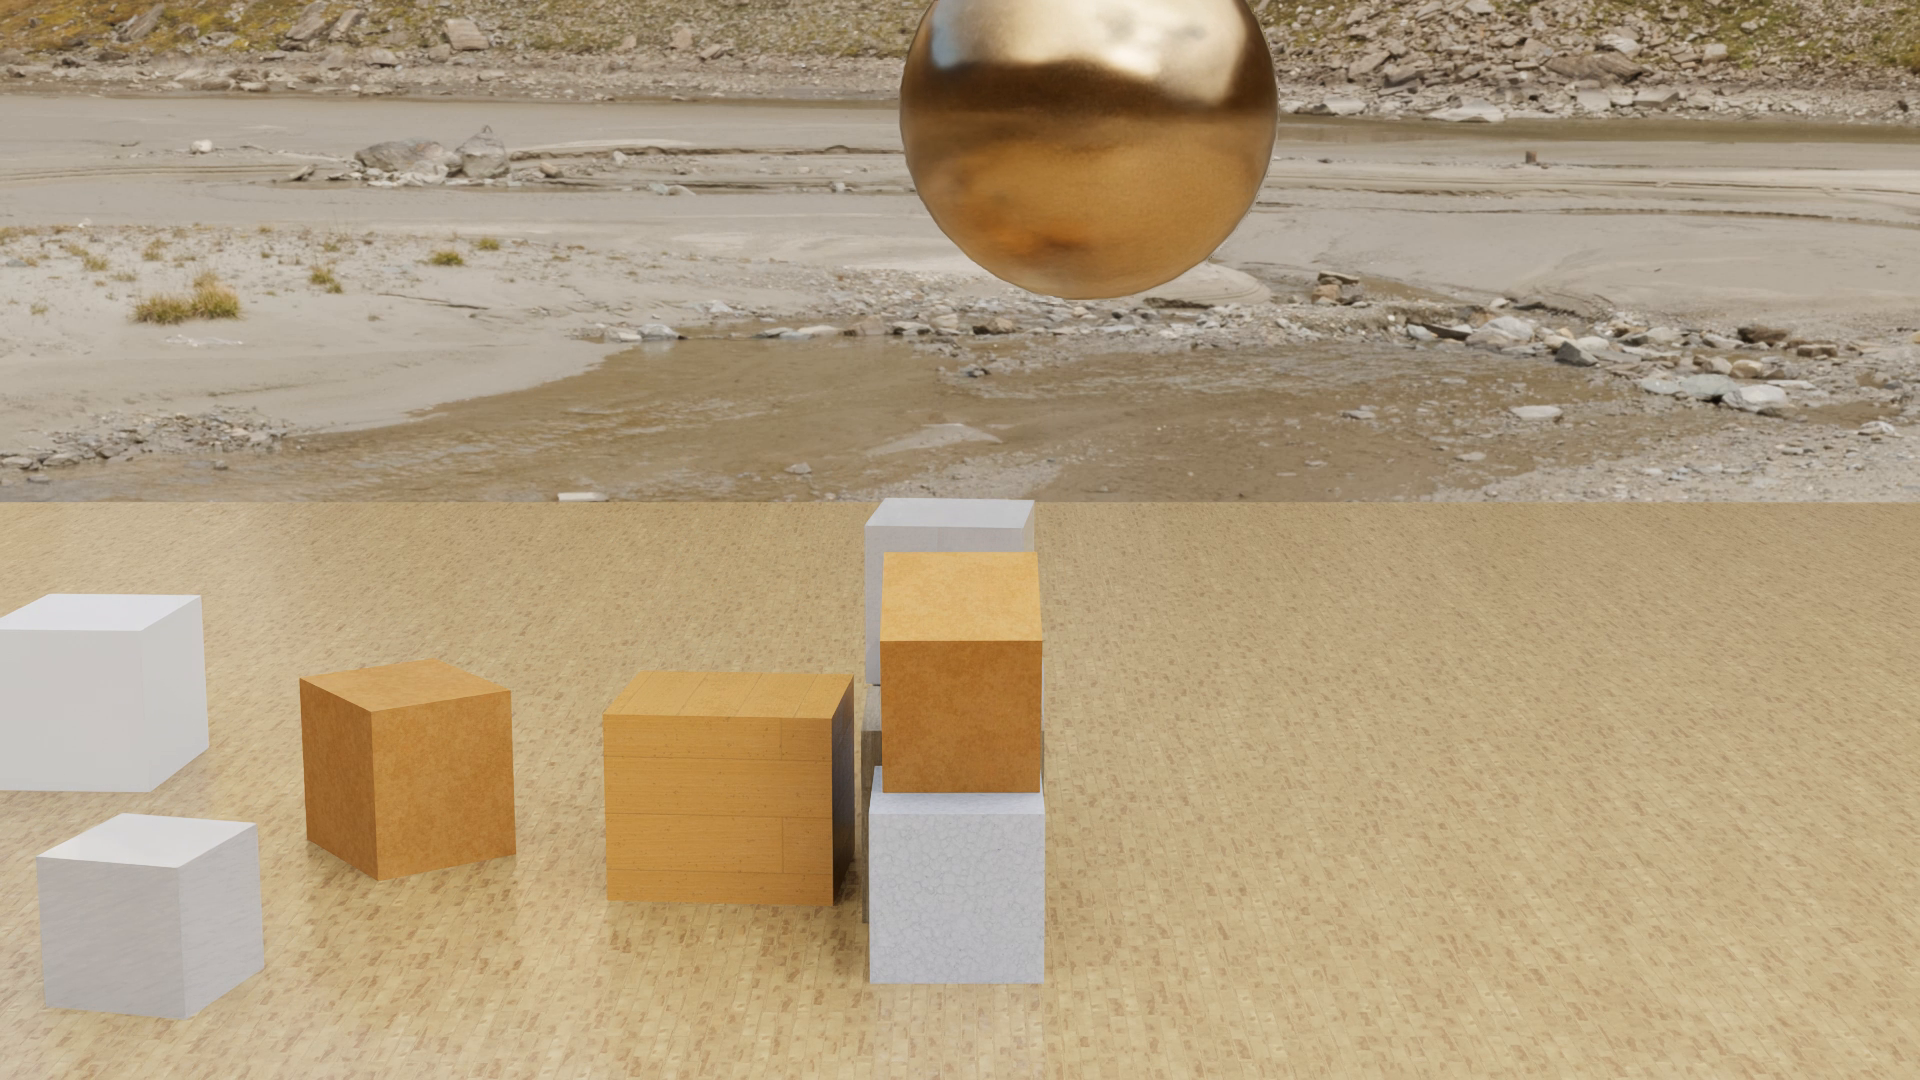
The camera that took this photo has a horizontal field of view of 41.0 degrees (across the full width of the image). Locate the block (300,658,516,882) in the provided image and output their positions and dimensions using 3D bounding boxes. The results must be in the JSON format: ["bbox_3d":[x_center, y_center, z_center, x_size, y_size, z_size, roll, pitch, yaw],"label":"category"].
[{"bbox_3d":[-2.530,1.032,11.740,0.671,0.768,0.797,-8,13,-36],"label":"block"}]

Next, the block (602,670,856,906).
[{"bbox_3d":[-0.999,1.079,11.324,0.978,0.825,0.811,1,10,4],"label":"block"}]

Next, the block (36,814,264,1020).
[{"bbox_3d":[-3.127,1.447,9.943,0.594,0.595,0.594,3,11,14],"label":"block"}]

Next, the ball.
[{"bbox_3d":[0.540,-1.815,10.850,1.600,1.600,1.600,0,10,0],"label":"ball"}]

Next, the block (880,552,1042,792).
[{"bbox_3d":[0.004,0.527,10.332,0.624,0.705,0.700,0,29,0],"label":"block"}]

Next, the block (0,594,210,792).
[{"bbox_3d":[-4.390,0.765,13.070,0.807,0.818,0.869,1,10,3],"label":"block"}]

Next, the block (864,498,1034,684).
[{"bbox_3d":[-0.037,0.233,12.068,0.724,0.738,0.779,1,10,5],"label":"block"}]

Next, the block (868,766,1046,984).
[{"bbox_3d":[-0.011,1.333,10.312,0.682,0.687,0.700,0,10,0],"label":"block"}]

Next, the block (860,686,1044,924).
[{"bbox_3d":[-0.029,1.127,11.046,0.757,0.831,0.779,0,10,0],"label":"block"}]

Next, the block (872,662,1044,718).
[{"bbox_3d":[-0.007,0.916,12.451,0.806,0.743,0.712,0,10,0],"label":"block"}]
